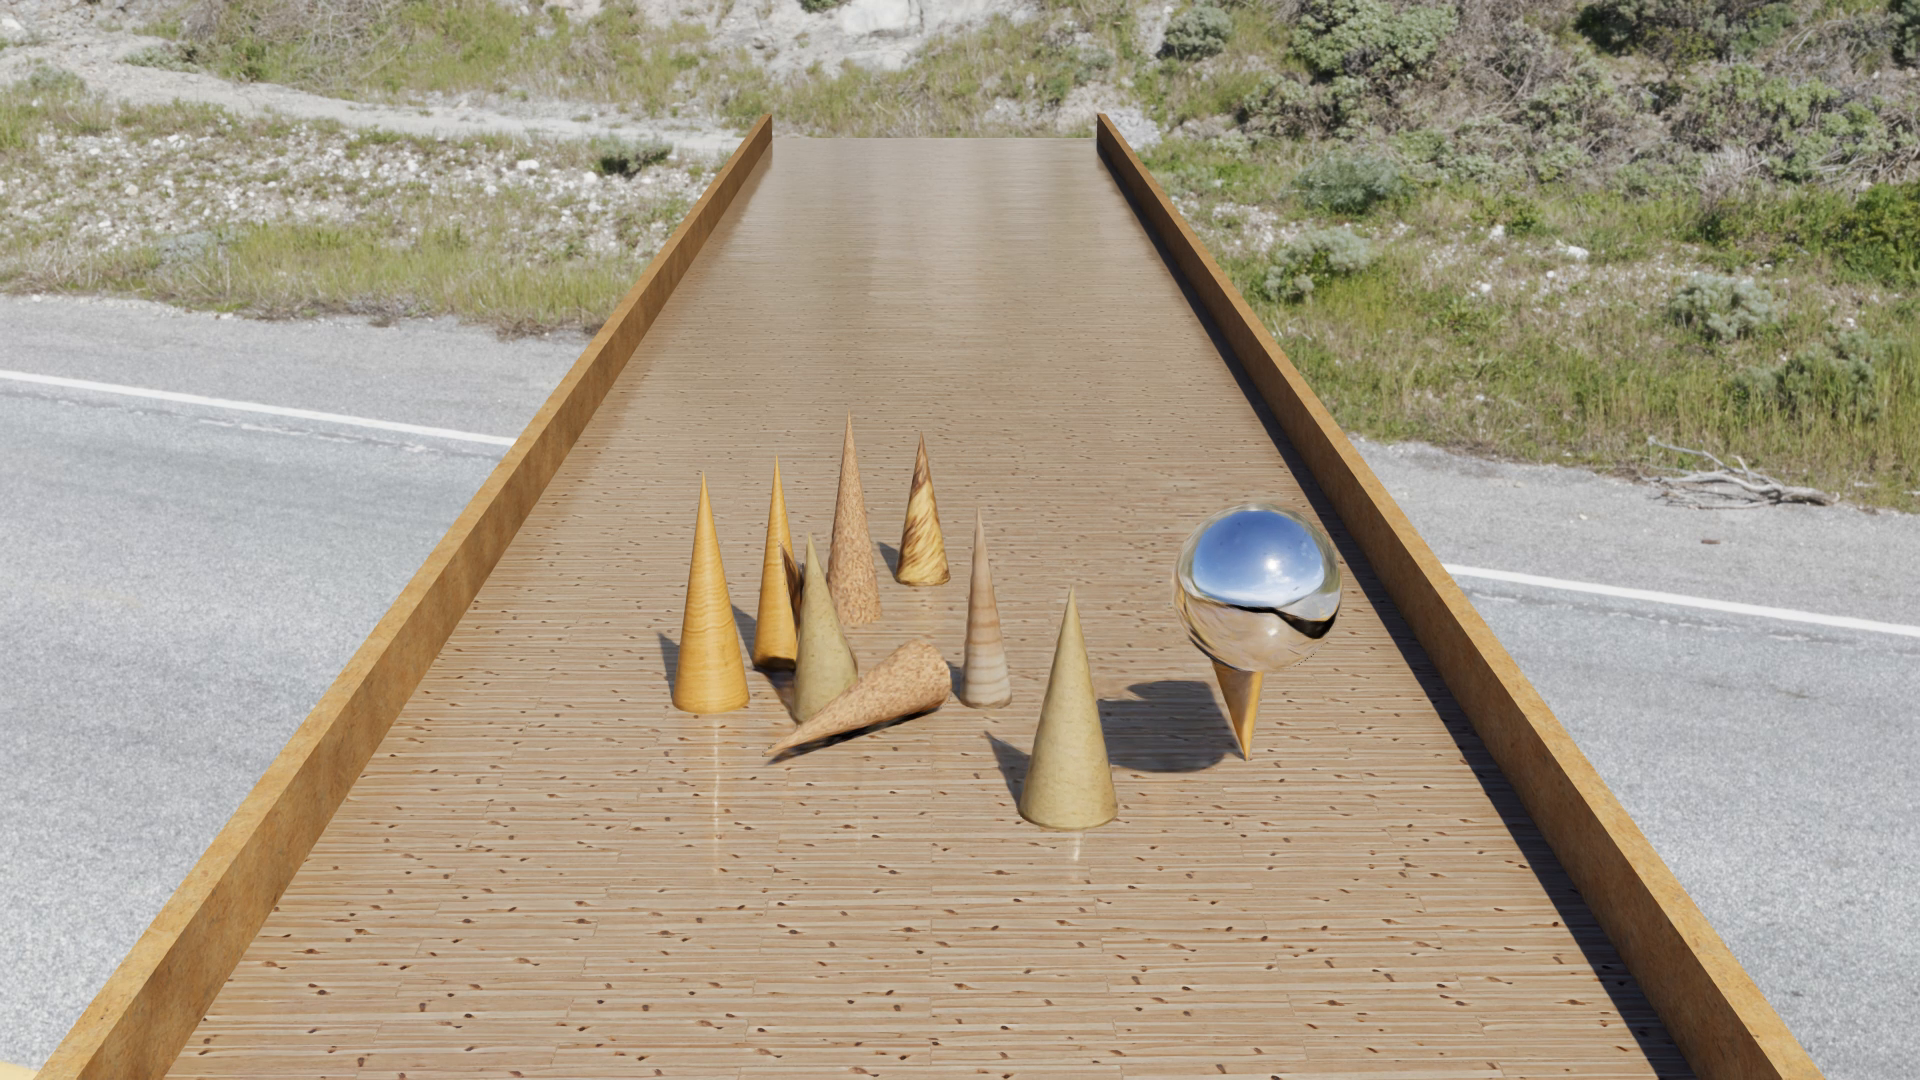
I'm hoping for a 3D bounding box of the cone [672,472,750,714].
[{"bbox_3d":[-0.475,0.088,4.134,0.148,0.455,0.148,0,17,0],"label":"cone"}]

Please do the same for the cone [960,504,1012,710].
[{"bbox_3d":[0.042,0.113,4.136,0.101,0.401,0.101,-2,17,1],"label":"cone"}]

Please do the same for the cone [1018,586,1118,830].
[{"bbox_3d":[0.182,0.261,3.641,0.169,0.404,0.169,0,17,0],"label":"cone"}]

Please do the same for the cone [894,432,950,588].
[{"bbox_3d":[-0.084,-0.080,4.887,0.127,0.346,0.127,0,17,0],"label":"cone"}]

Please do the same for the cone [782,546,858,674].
[{"bbox_3d":[-0.288,0.128,4.124,0.113,0.386,0.113,-7,49,8],"label":"cone"}]

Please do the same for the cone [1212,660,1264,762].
[{"bbox_3d":[0.502,0.248,3.932,0.160,0.304,0.160,-3,-14,-1],"label":"cone"}]

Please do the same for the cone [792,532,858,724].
[{"bbox_3d":[-0.259,0.150,4.039,0.145,0.371,0.145,-4,24,2],"label":"cone"}]

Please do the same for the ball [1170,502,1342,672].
[{"bbox_3d":[0.479,0.076,3.559,0.274,0.274,0.274,0,17,0],"label":"ball"}]

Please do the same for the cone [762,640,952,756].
[{"bbox_3d":[-0.206,0.312,3.973,0.135,0.135,0.433,13,25,38],"label":"cone"}]

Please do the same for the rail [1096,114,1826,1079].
[{"bbox_3d":[0.932,-0.844,7.801,0.050,0.150,12.000,0,17,-1],"label":"rail"}]

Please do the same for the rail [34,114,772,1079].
[{"bbox_3d":[-1.118,-0.838,7.780,0.050,0.150,12.000,0,17,-1],"label":"rail"}]

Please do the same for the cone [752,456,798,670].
[{"bbox_3d":[-0.358,0.036,4.352,0.119,0.430,0.119,0,17,0],"label":"cone"}]

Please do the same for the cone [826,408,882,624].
[{"bbox_3d":[-0.231,-0.058,4.625,0.129,0.454,0.129,0,17,0],"label":"cone"}]
